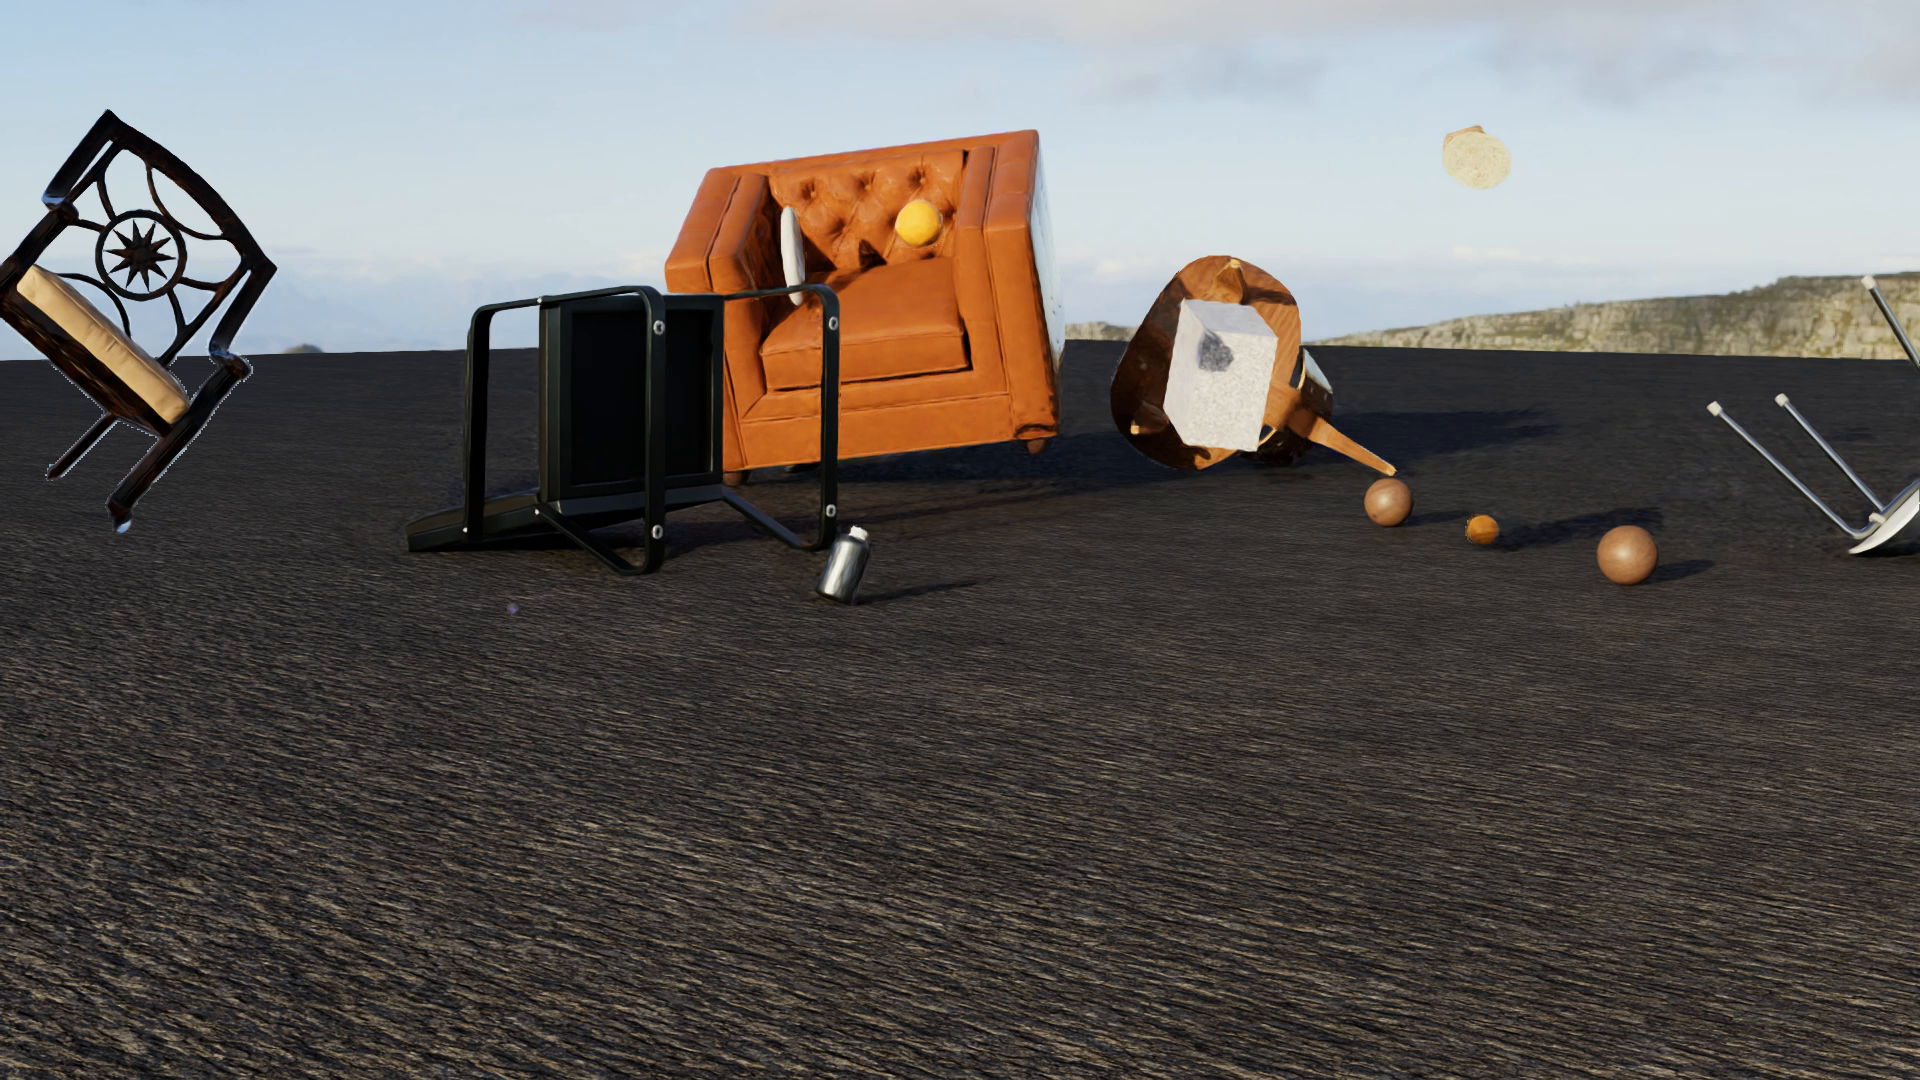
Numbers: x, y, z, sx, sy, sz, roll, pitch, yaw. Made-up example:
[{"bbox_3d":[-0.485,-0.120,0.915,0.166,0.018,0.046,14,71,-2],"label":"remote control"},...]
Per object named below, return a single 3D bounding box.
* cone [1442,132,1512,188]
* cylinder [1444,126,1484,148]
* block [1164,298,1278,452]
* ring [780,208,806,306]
[{"bbox_3d":[1.363,-1.030,6.915,0.201,0.147,0.156,13,11,-15],"label":"cone"},{"bbox_3d":[1.397,-1.101,7.108,0.092,0.087,0.061,-11,-41,45],"label":"cylinder"},{"bbox_3d":[0.500,-0.320,4.949,0.141,0.226,0.223,5,20,-9],"label":"block"},{"bbox_3d":[-0.512,-0.872,7.881,0.047,0.309,0.133,-6,-2,11],"label":"ring"}]
